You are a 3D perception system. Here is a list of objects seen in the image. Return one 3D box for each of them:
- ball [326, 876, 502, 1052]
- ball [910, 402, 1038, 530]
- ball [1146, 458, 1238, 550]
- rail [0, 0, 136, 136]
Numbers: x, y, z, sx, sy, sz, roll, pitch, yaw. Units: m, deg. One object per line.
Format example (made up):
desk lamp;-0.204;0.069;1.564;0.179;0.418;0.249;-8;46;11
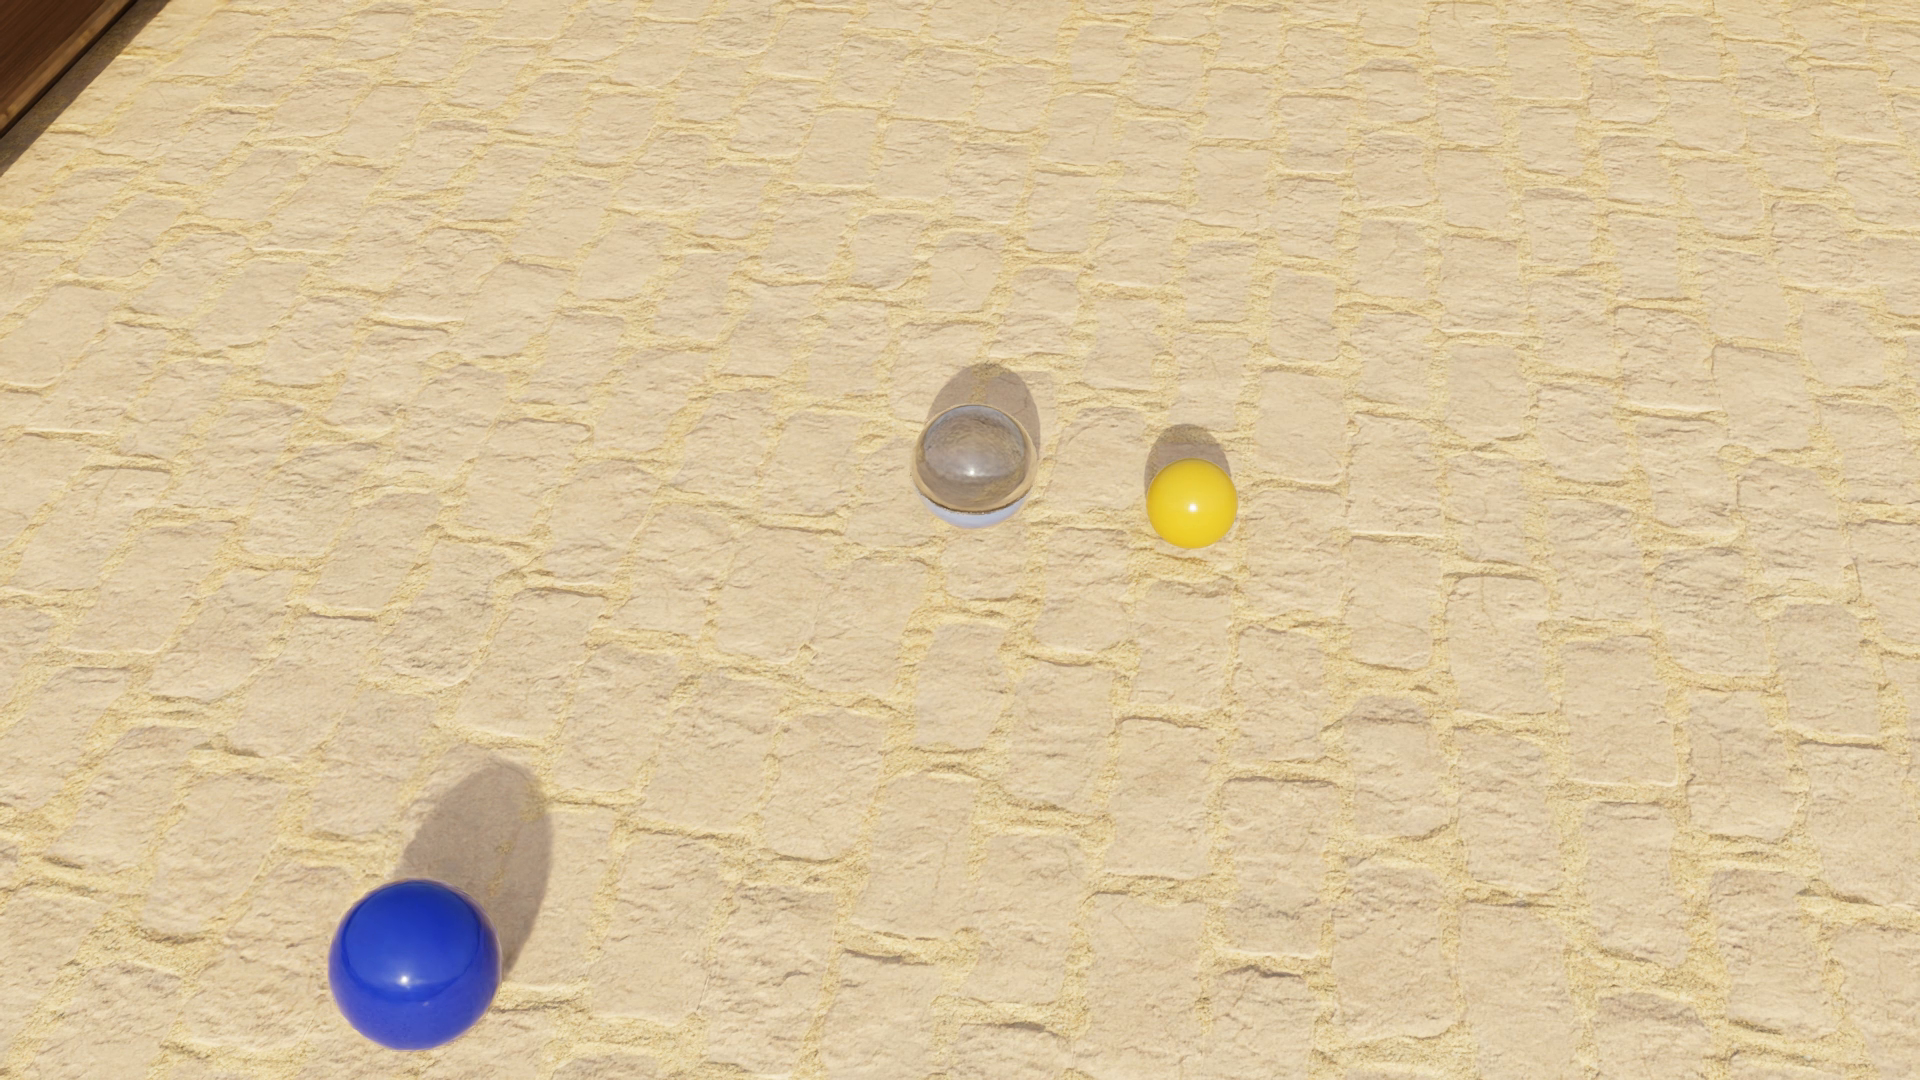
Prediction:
ball;-0.301;0.234;1.418;0.095;0.095;0.095;0;35;0
ball;0.010;-0.052;1.828;0.090;0.090;0.090;0;35;0
ball;0.164;-0.026;1.812;0.065;0.065;0.065;0;35;0
rail;-0.936;-0.093;1.855;0.045;0.123;2.283;5;35;6
